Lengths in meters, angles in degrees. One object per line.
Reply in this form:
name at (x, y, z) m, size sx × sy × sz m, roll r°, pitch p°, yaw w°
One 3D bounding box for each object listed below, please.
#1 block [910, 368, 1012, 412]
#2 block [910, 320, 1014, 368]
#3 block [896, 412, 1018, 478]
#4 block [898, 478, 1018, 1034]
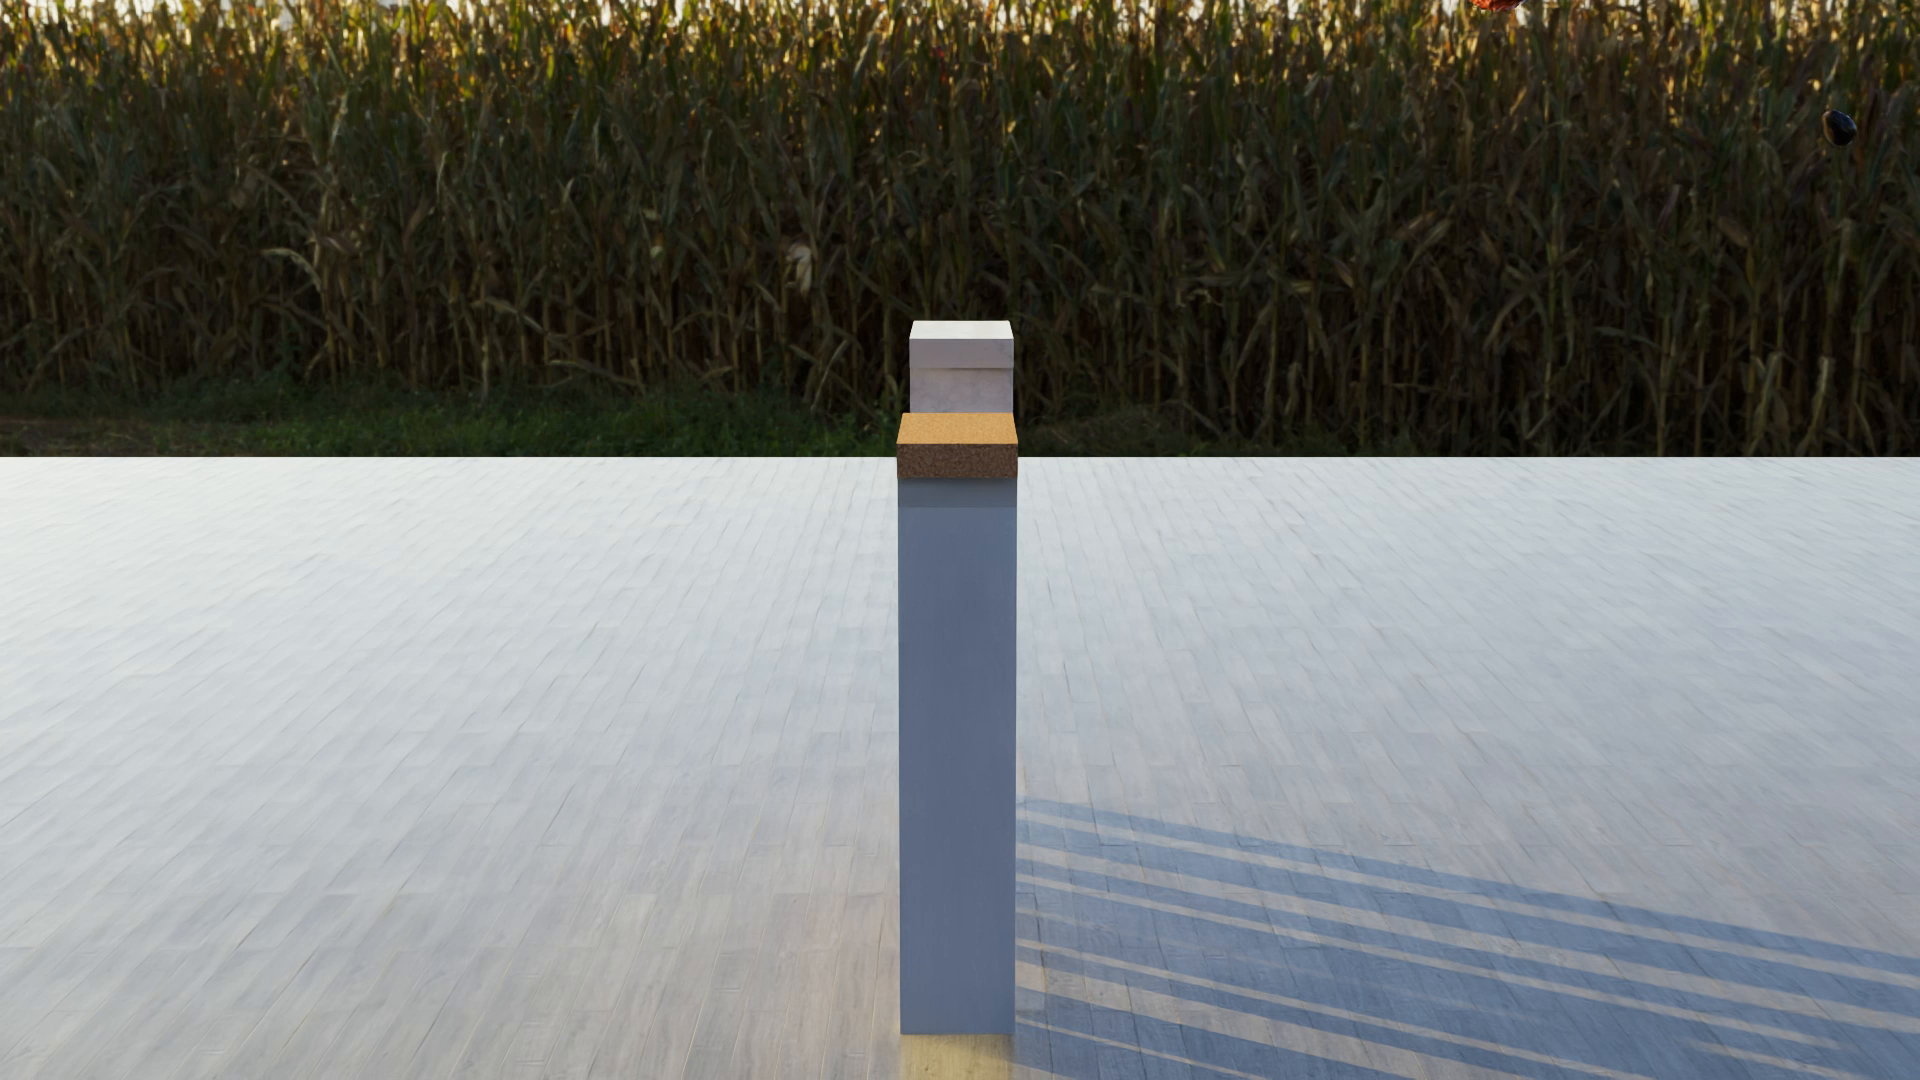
block at (0.002, -0.067, 3.518) m, size 0.162 × 0.429 × 0.046 m, roll 0°, pitch 11°, yaw 0°
block at (0.003, -0.320, 3.581) m, size 0.162 × 0.046 × 0.324 m, roll 0°, pitch 11°, yaw 0°
block at (-0.003, -0.135, 3.077) m, size 0.161 × 0.046 × 0.322 m, roll 0°, pitch 11°, yaw 0°
block at (-0.004, 0.300, 3.048) m, size 0.161 × 0.798 × 0.046 m, roll 0°, pitch 11°, yaw 0°
